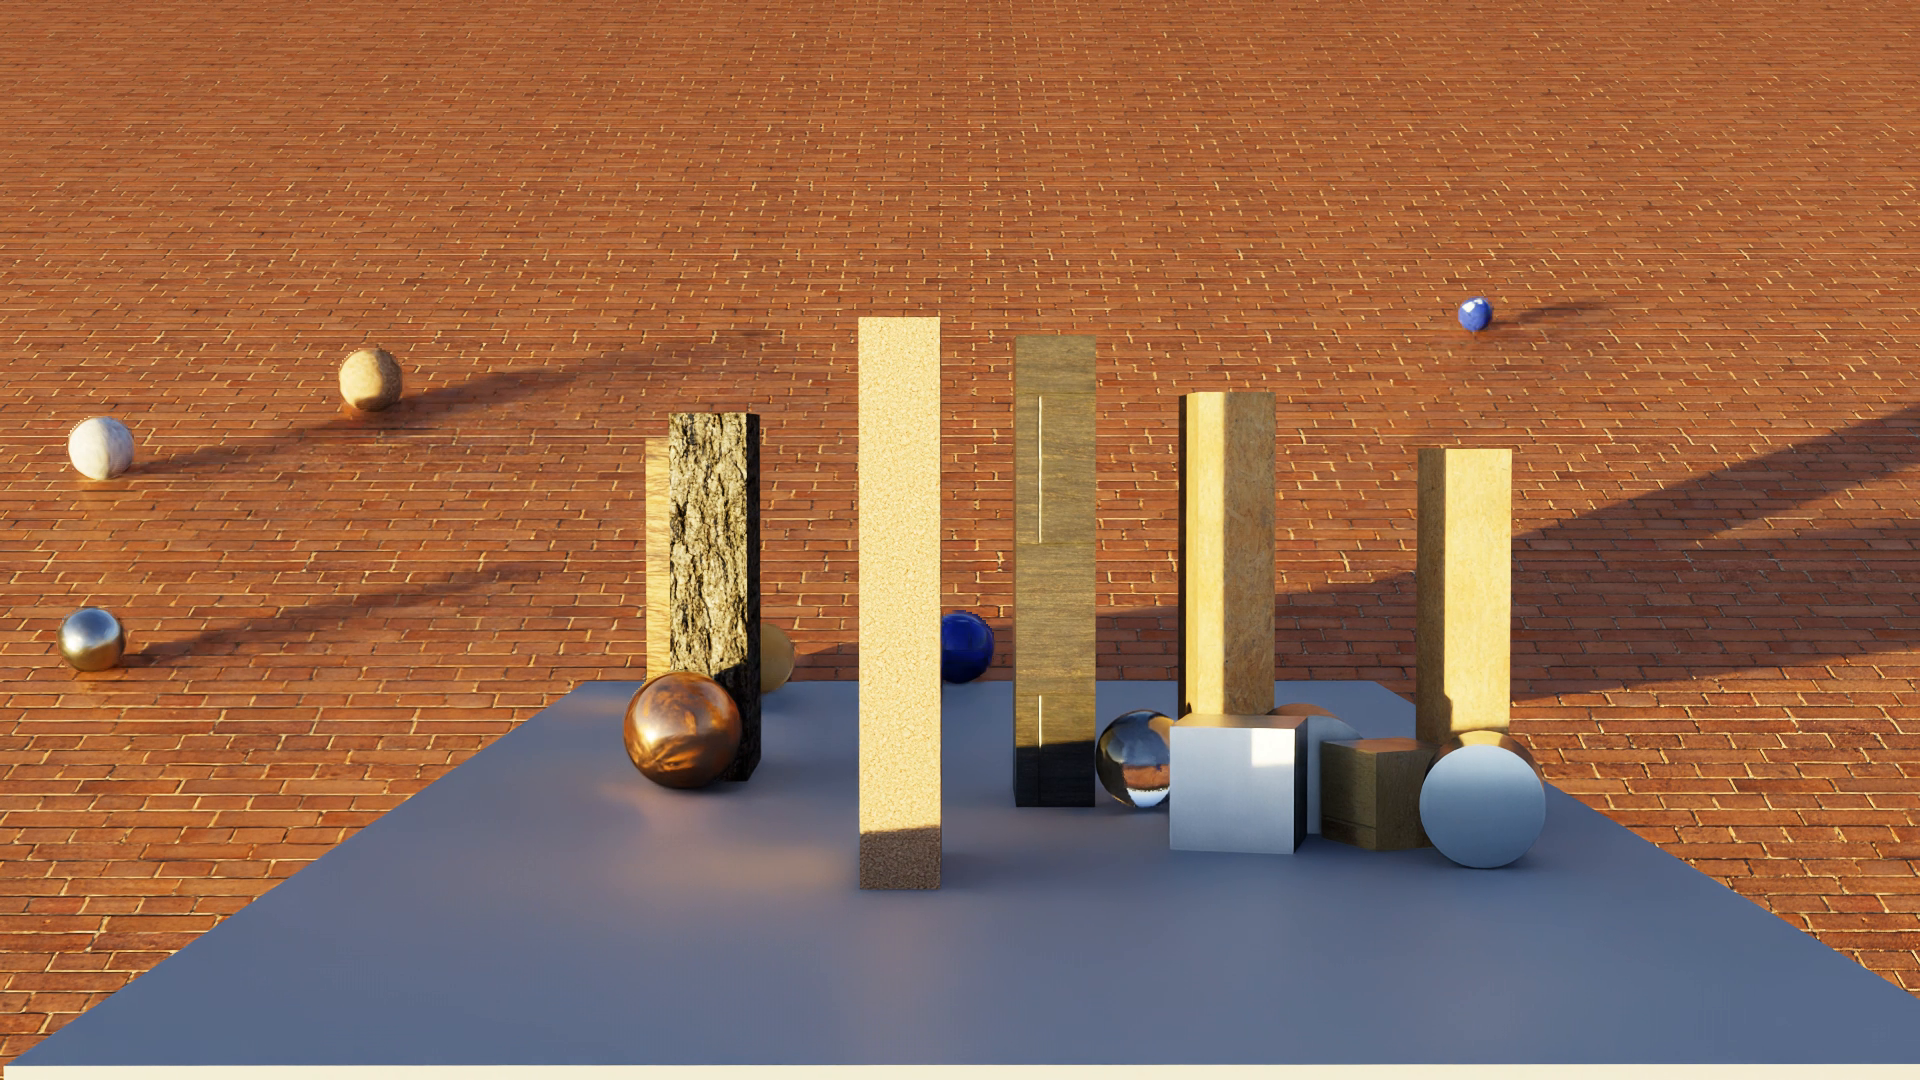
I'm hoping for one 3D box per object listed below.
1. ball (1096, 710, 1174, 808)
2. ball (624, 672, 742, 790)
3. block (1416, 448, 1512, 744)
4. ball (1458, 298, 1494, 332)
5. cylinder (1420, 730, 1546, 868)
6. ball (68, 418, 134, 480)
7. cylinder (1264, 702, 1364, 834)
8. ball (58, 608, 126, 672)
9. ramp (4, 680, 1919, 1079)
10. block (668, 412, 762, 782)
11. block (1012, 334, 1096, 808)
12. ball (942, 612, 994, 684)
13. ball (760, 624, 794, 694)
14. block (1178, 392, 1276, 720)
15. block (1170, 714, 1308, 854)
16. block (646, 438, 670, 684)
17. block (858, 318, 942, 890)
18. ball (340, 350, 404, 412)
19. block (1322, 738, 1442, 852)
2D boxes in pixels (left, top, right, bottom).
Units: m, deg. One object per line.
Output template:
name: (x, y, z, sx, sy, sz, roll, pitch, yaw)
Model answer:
ball: (0.307, 0.365, 4.297, 0.162, 0.162, 0.162, 0, 23, 0)
ball: (-0.487, 0.335, 4.531, 0.208, 0.208, 0.208, 0, 23, 0)
block: (0.806, 0.154, 4.140, 0.091, 0.600, 0.298, 0, 2, 0)
ball: (1.867, -0.816, 9.323, 0.124, 0.124, 0.124, 0, 23, 0)
cylinder: (0.766, 0.378, 3.774, 0.178, 0.178, 0.178, 5, 3, 12)
ball: (-2.670, -0.284, 8.009, 0.195, 0.195, 0.195, 0, 23, 0)
cylinder: (0.555, 0.362, 4.112, 0.186, 0.186, 0.186, 0, 2, 0)
ball: (-2.283, 0.264, 6.775, 0.170, 0.170, 0.170, 0, 23, 0)
ramp: (0.054, 0.488, 4.541, 2.000, 0.100, 4.000, 0, 2, 0)
block: (-0.452, 0.097, 4.786, 0.139, 0.663, 0.320, 0, 2, 0)
block: (0.160, 0.048, 4.421, 0.132, 0.789, 0.251, 0, 2, 0)
ball: (-0.003, 0.272, 6.479, 0.178, 0.178, 0.178, 0, 23, 0)
ball: (-0.485, 0.287, 6.218, 0.170, 0.170, 0.170, 0, 23, 0)
block: (0.450, 0.098, 4.382, 0.125, 0.692, 0.375, 0, 2, 0)
block: (0.427, 0.369, 3.932, 0.186, 0.186, 0.186, 1, 2, 14)
block: (-0.655, 0.075, 5.911, 0.091, 0.618, 0.325, 0, 2, 0)
block: (-0.083, 0.082, 3.666, 0.110, 0.782, 0.306, 0, 2, 0)
ball: (-1.956, -0.529, 8.557, 0.208, 0.208, 0.208, 0, 23, 0)
block: (0.658, 0.387, 3.944, 0.149, 0.149, 0.149, -1, 3, -25)
